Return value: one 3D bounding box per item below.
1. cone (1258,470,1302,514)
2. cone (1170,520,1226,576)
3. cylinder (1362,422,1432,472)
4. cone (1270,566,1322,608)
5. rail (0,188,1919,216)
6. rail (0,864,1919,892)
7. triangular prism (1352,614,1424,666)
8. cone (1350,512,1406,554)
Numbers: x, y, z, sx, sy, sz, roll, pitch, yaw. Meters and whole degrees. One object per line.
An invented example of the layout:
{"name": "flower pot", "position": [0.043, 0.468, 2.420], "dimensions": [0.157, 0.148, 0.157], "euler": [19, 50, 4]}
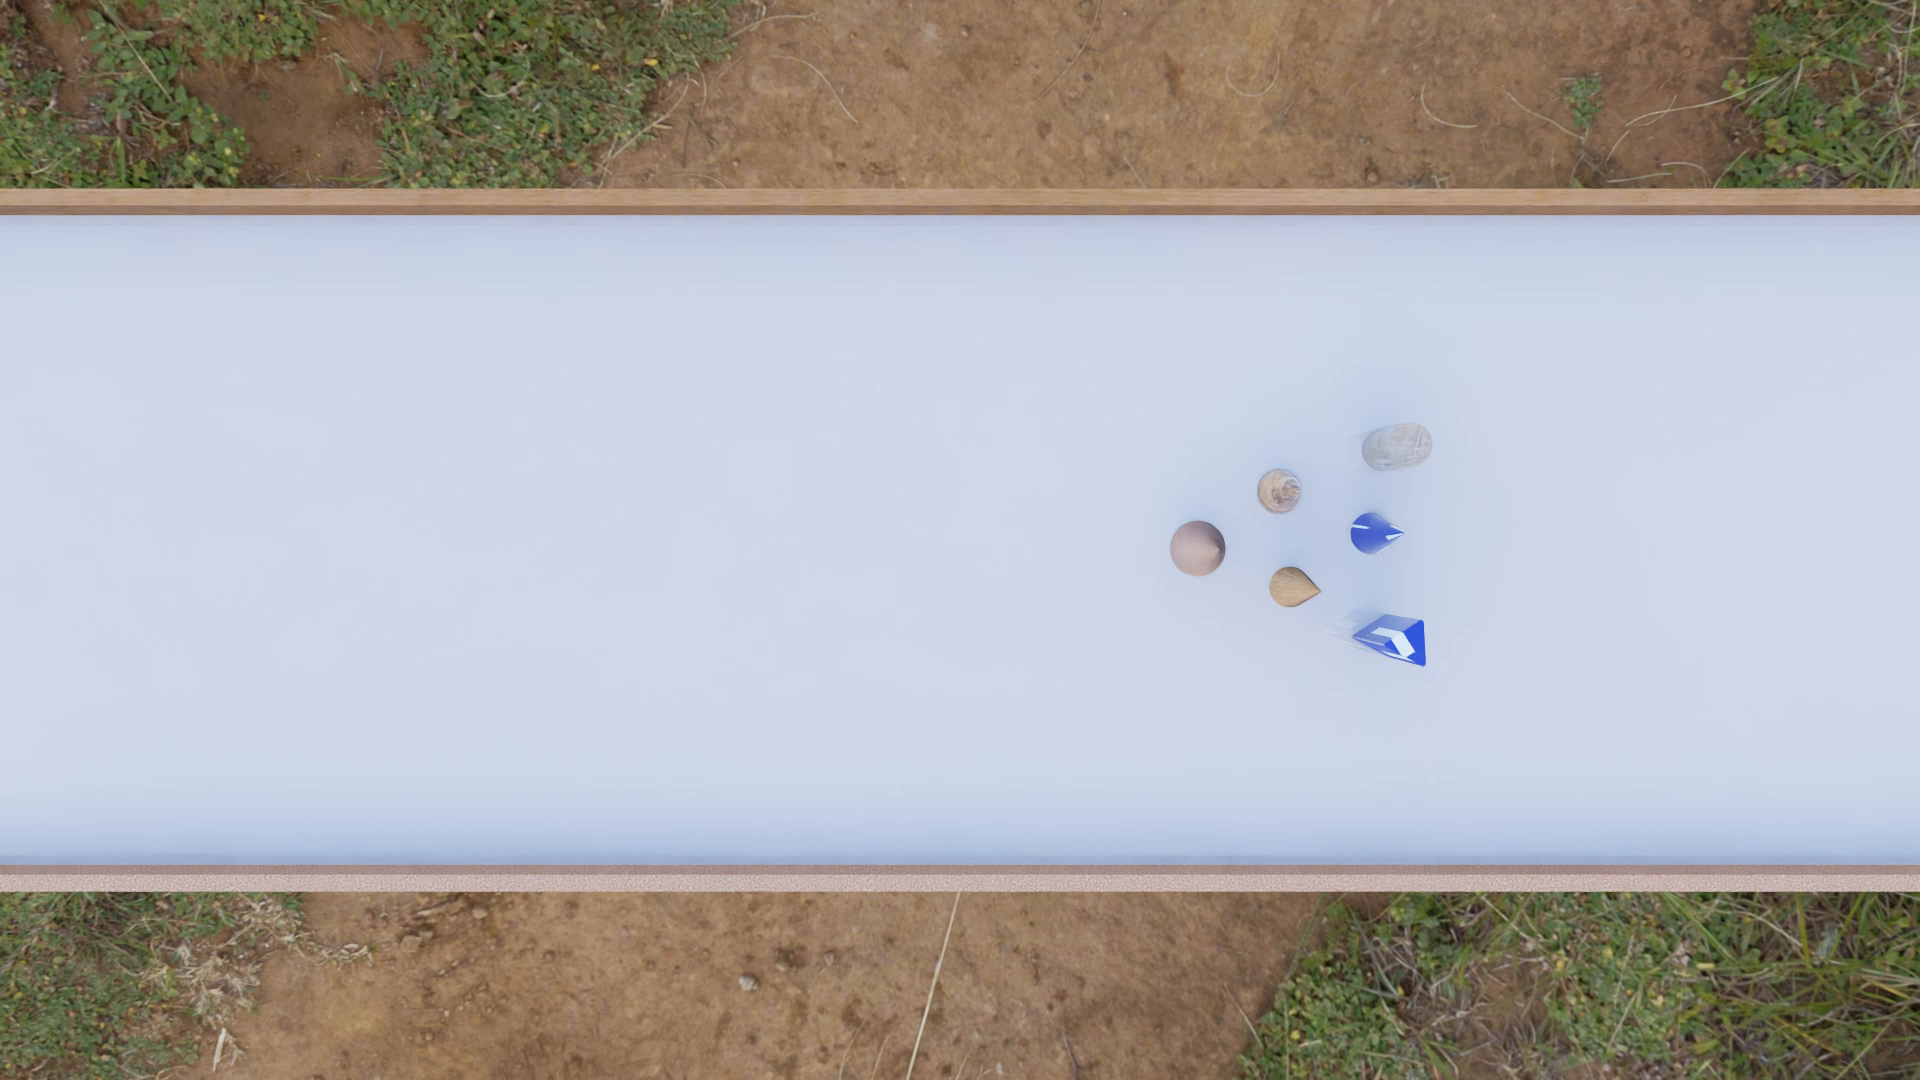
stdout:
{"name": "cone", "position": [0.983, -0.149, 4.917], "dimensions": [0.138, 0.320, 0.138], "euler": [0, 90, 0]}
{"name": "cone", "position": [0.732, 0.026, 4.862], "dimensions": [0.172, 0.429, 0.172], "euler": [0, 90, 0]}
{"name": "cylinder", "position": [1.302, -0.277, 4.922], "dimensions": [0.129, 0.309, 0.129], "euler": [0, 90, 0]}
{"name": "cone", "position": [1.015, 0.145, 4.852], "dimensions": [0.126, 0.449, 0.126], "euler": [0, 90, 0]}
{"name": "rail", "position": [-2.247, -1.025, 5.002], "dimensions": [12.000, 0.150, 0.050], "euler": [0, 90, 0]}
{"name": "rail", "position": [-2.247, 1.025, 5.001], "dimensions": [12.000, 0.150, 0.050], "euler": [0, 90, 0]}
{"name": "triangular prism", "position": [1.289, 0.278, 4.881], "dimensions": [0.129, 0.392, 0.112], "euler": [27, 90, 0]}
{"name": "cone", "position": [1.267, -0.020, 4.884], "dimensions": [0.129, 0.384, 0.129], "euler": [0, 90, 0]}
